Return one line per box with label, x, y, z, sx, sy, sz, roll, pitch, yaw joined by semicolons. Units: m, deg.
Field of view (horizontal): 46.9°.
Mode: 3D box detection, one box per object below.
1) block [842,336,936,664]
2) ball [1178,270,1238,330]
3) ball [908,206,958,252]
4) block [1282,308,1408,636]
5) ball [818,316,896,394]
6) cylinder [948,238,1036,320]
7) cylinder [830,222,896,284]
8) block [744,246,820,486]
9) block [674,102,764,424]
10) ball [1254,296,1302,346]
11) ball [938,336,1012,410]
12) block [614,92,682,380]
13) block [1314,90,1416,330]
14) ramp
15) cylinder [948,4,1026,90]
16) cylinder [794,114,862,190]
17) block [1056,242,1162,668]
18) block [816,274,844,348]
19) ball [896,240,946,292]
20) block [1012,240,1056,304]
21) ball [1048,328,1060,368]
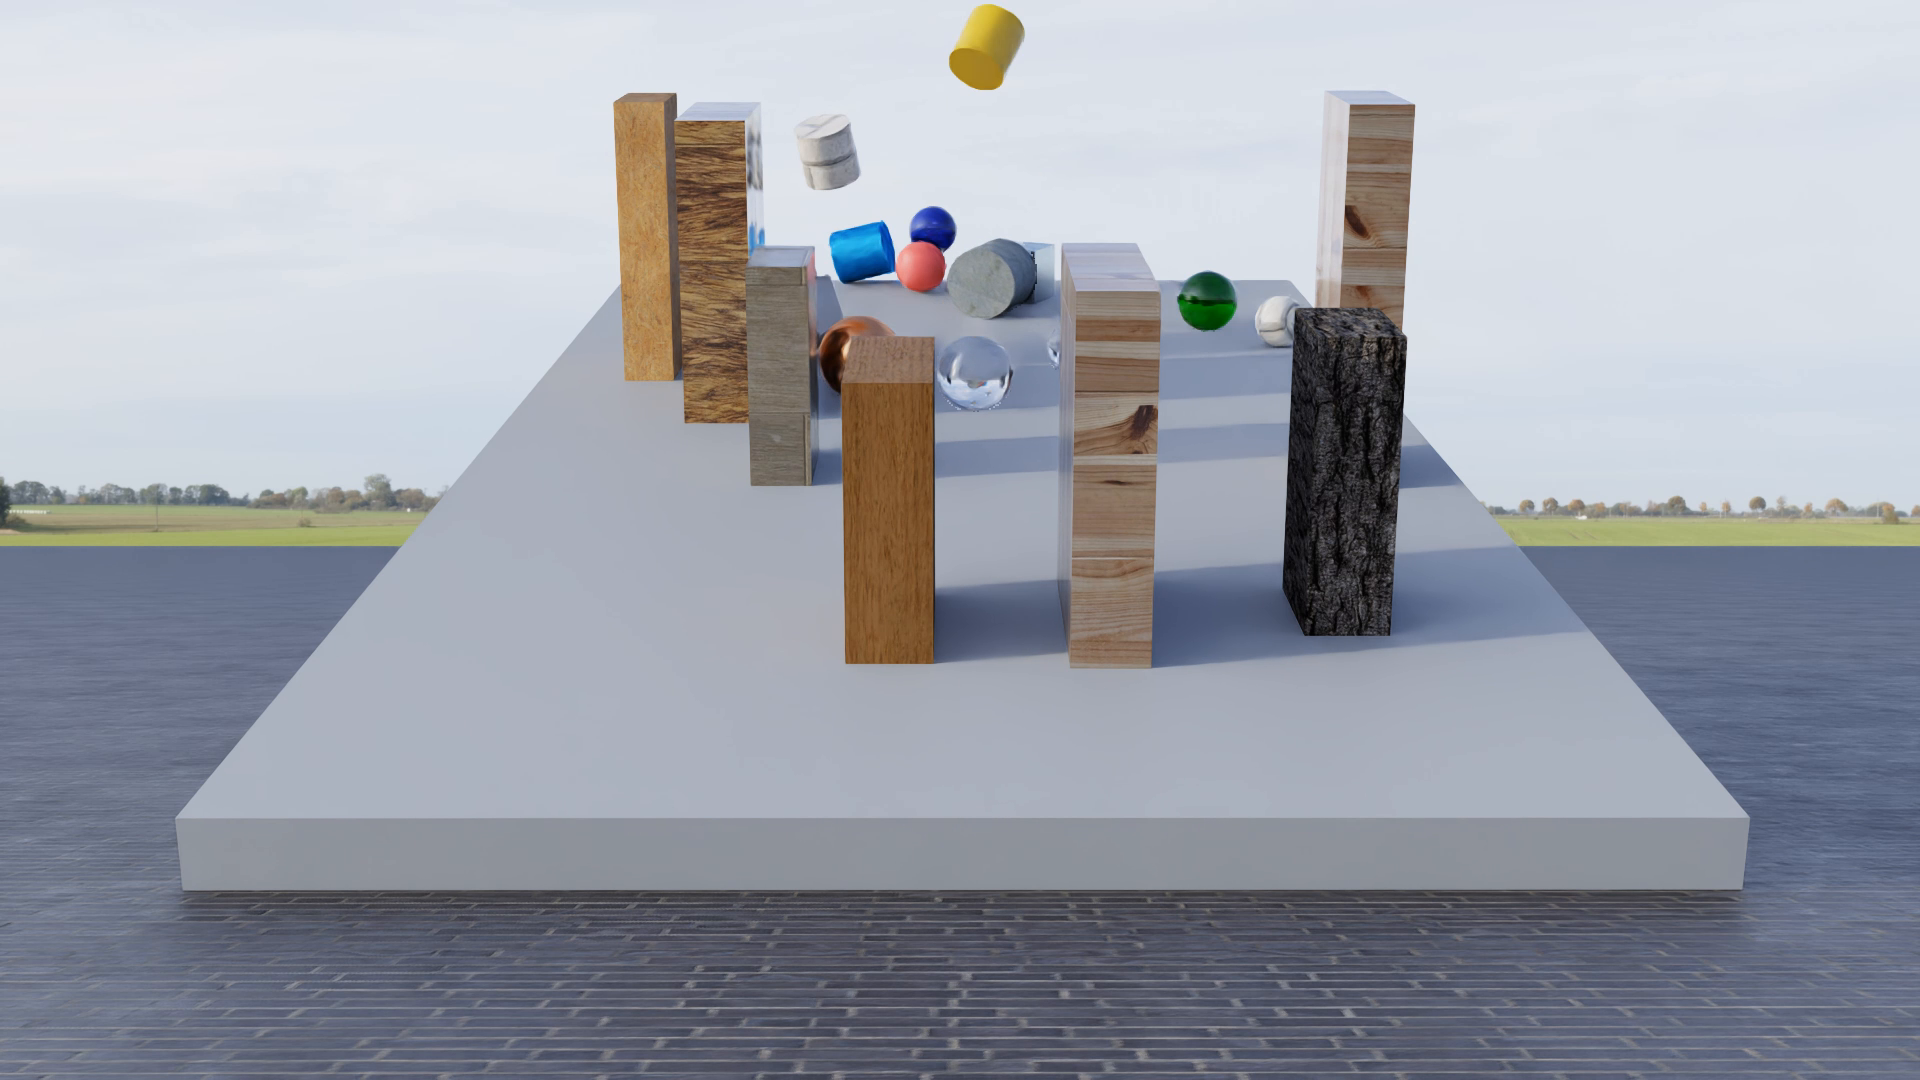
block;-0.108;-0.070;3.471;0.134;0.436;0.346;0;16;0
ball;0.657;-0.634;5.873;0.159;0.159;0.159;0;0;0
ball;-0.081;-0.927;6.632;0.144;0.144;0.144;0;0;0
block;0.611;-0.113;3.545;0.135;0.479;0.245;0;16;0
ball;-0.229;-0.420;5.084;0.192;0.192;0.192;0;0;0
cylinder;0.087;-0.721;6.107;0.192;0.192;0.192;0;16;20
cylinder;-0.286;-0.849;6.538;0.155;0.155;0.155;-11;-2;12
block;-0.353;-0.353;4.431;0.120;0.434;0.266;0;16;0
block;-0.531;-0.631;4.979;0.150;0.658;0.417;0;16;0
ball;0.821;-0.560;5.672;0.130;0.130;0.130;0;0;0
ball;0.033;-0.376;4.983;0.169;0.169;0.169;0;0;0
block;-0.742;-0.730;5.314;0.117;0.656;0.249;0;16;0
block;0.788;-0.498;4.380;0.123;0.744;0.296;0;16;0
ramp;-0.002;-0.166;4.743;2.000;0.100;4.000;0;16;0
cylinder;0.071;-1.306;5.872;0.158;0.158;0.158;20;-26;10
cylinder;-0.367;-1.077;6.140;0.158;0.158;0.158;-9;34;6
block;0.227;-0.145;3.481;0.123;0.576;0.448;0;16;0
block;-0.390;-0.559;5.525;0.142;0.142;0.142;-15;-7;-25
ball;-0.114;-0.794;6.431;0.147;0.147;0.147;0;0;0
block;0.172;-0.765;6.328;0.151;0.151;0.151;7;18;24
ball;0.269;-0.468;5.389;0.114;0.114;0.114;0;0;0
